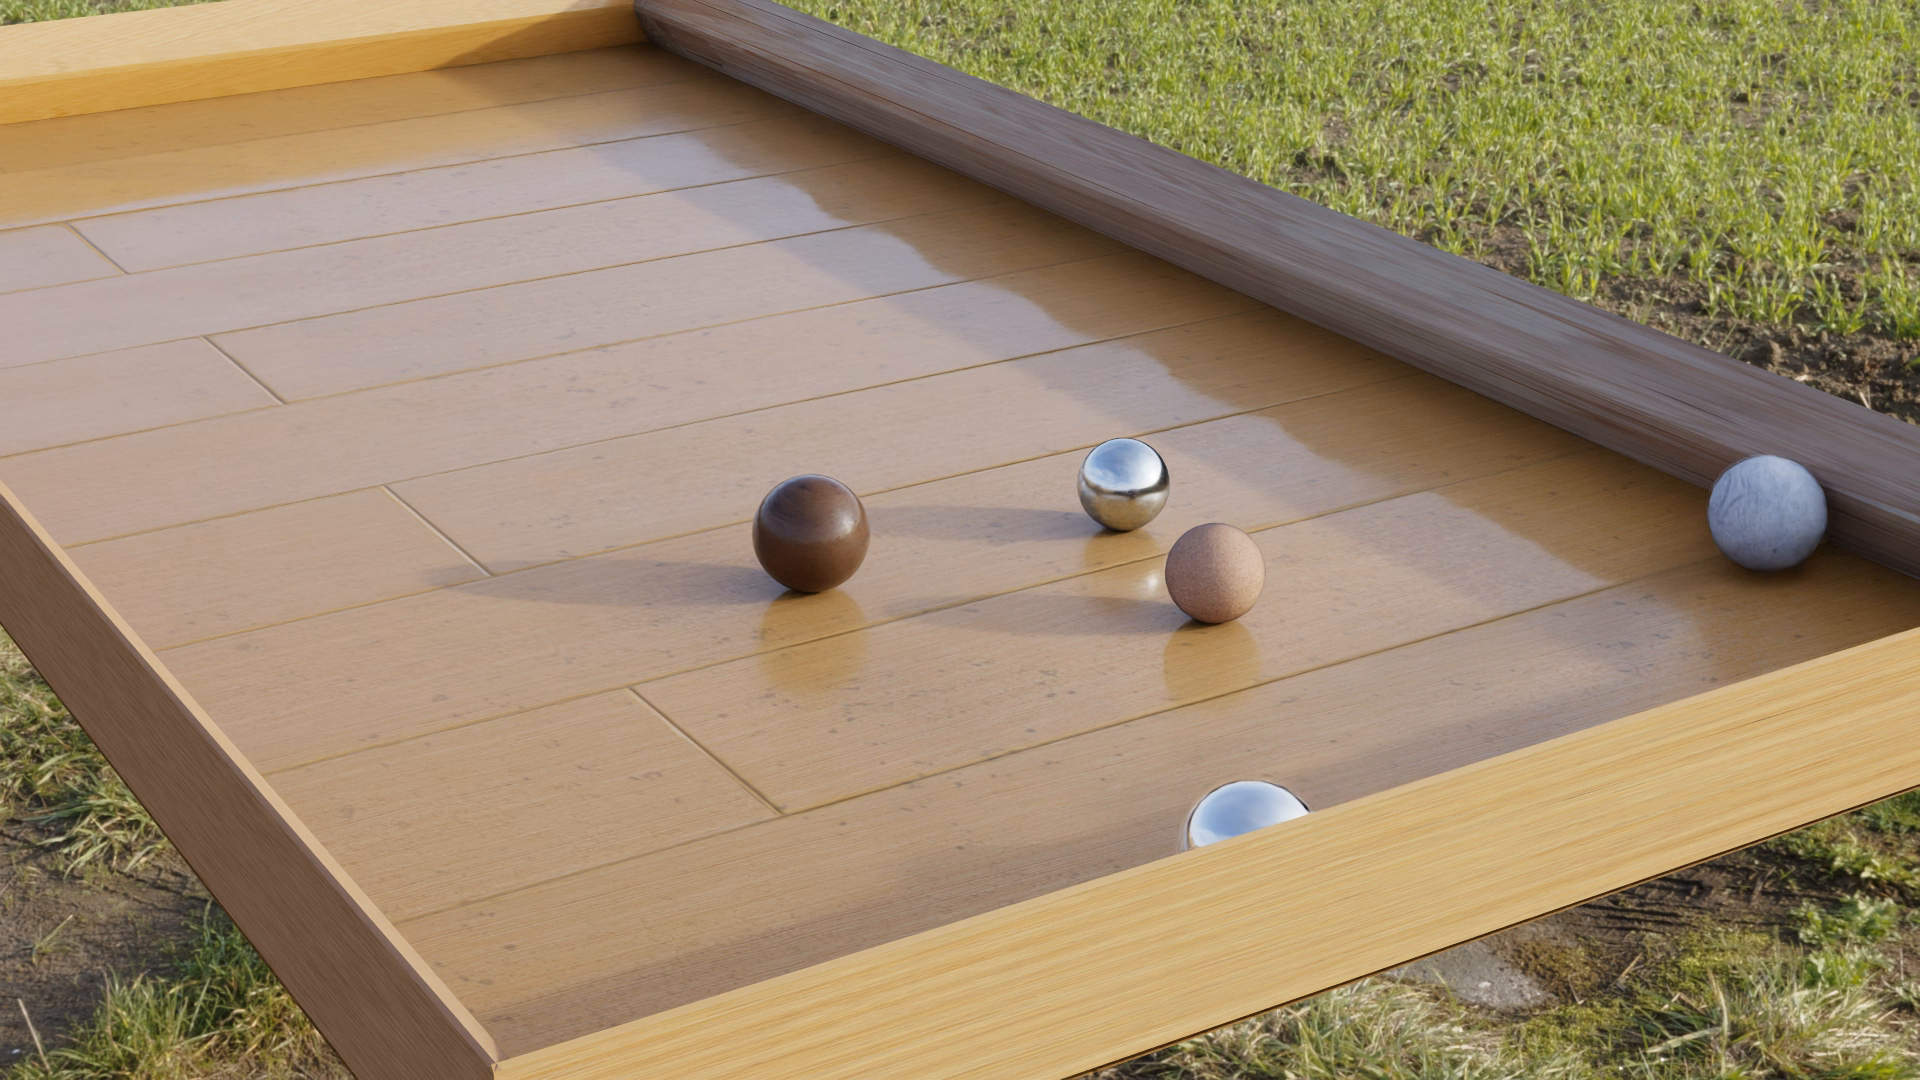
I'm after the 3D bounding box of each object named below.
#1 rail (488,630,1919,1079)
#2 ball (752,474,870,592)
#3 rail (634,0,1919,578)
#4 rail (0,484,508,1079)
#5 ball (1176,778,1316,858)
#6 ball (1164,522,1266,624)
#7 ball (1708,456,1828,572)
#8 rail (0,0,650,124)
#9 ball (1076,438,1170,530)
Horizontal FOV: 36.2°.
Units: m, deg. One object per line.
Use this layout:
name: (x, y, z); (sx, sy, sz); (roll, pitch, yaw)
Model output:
rail: (0.333, 0.185, 1.880); (1.373, 0.126, 0.045); (-13, 26, -29)
ball: (-0.121, -0.005, 2.391); (0.096, 0.096, 0.096); (0, 22, 0)
rail: (0.218, -0.361, 3.222); (0.045, 0.126, 2.634); (-13, 26, -29)
rail: (-0.910, -0.098, 2.577); (0.045, 0.126, 2.634); (-13, 26, -29)
ball: (0.186, 0.201, 1.882); (0.097, 0.097, 0.097); (0, 22, 0)
ball: (0.203, 0.026, 2.335); (0.080, 0.080, 0.080); (0, 22, 0)
ball: (0.668, -0.022, 2.432); (0.096, 0.096, 0.096); (0, 22, 0)
rail: (-1.025, -0.644, 3.919); (1.373, 0.126, 0.045); (-13, 26, -29)
ball: (0.140, -0.048, 2.517); (0.080, 0.080, 0.080); (0, 22, 0)
